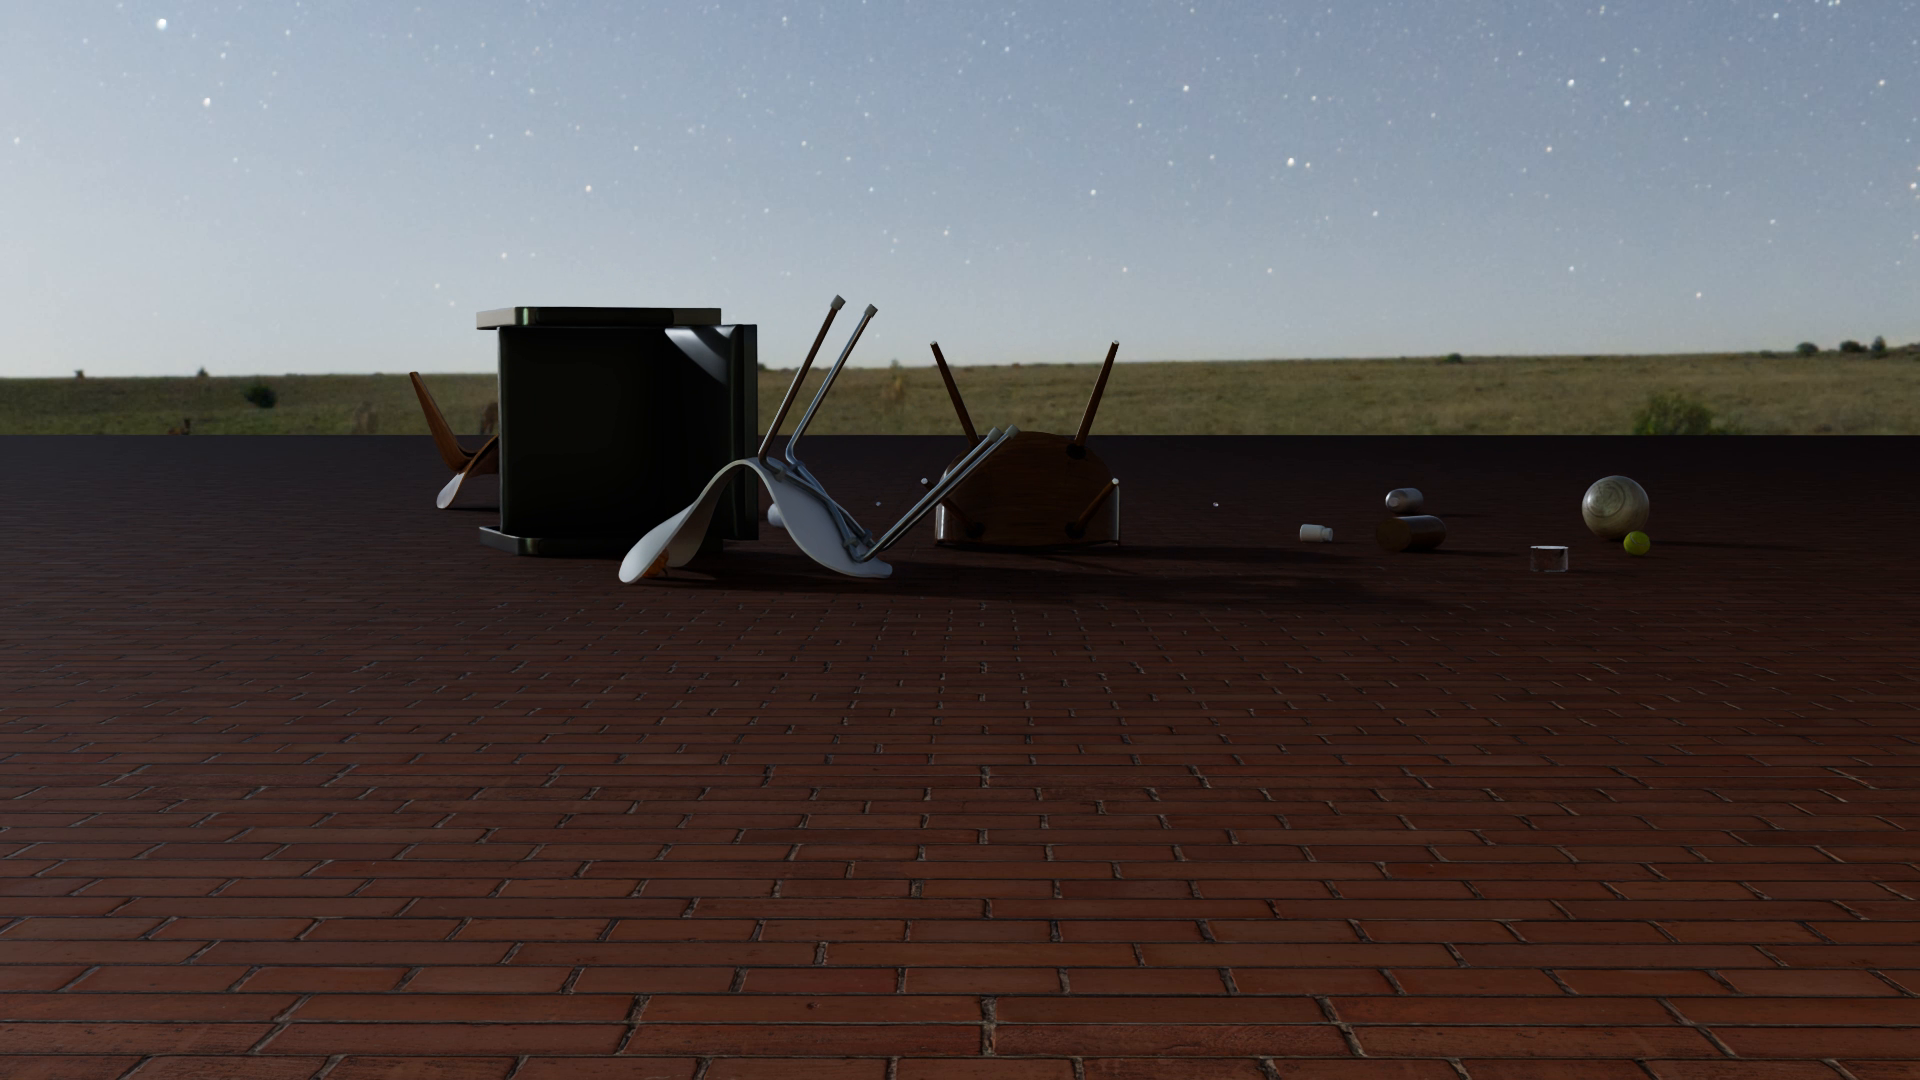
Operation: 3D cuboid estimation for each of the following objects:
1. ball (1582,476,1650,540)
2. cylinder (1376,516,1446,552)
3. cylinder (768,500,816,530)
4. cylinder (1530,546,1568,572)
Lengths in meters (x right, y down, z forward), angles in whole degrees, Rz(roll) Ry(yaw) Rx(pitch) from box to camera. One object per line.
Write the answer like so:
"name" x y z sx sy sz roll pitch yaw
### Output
"ball" 1.942 -0.094 6.512 0.193 0.193 0.193 0 4 0
"cylinder" 1.256 -0.018 6.122 0.162 0.094 0.123 -4 1 -43
"cylinder" -0.541 -0.081 7.041 0.115 0.092 0.133 -17 11 -23
"cylinder" 1.459 0.047 5.445 0.090 0.057 0.094 3 5 36
